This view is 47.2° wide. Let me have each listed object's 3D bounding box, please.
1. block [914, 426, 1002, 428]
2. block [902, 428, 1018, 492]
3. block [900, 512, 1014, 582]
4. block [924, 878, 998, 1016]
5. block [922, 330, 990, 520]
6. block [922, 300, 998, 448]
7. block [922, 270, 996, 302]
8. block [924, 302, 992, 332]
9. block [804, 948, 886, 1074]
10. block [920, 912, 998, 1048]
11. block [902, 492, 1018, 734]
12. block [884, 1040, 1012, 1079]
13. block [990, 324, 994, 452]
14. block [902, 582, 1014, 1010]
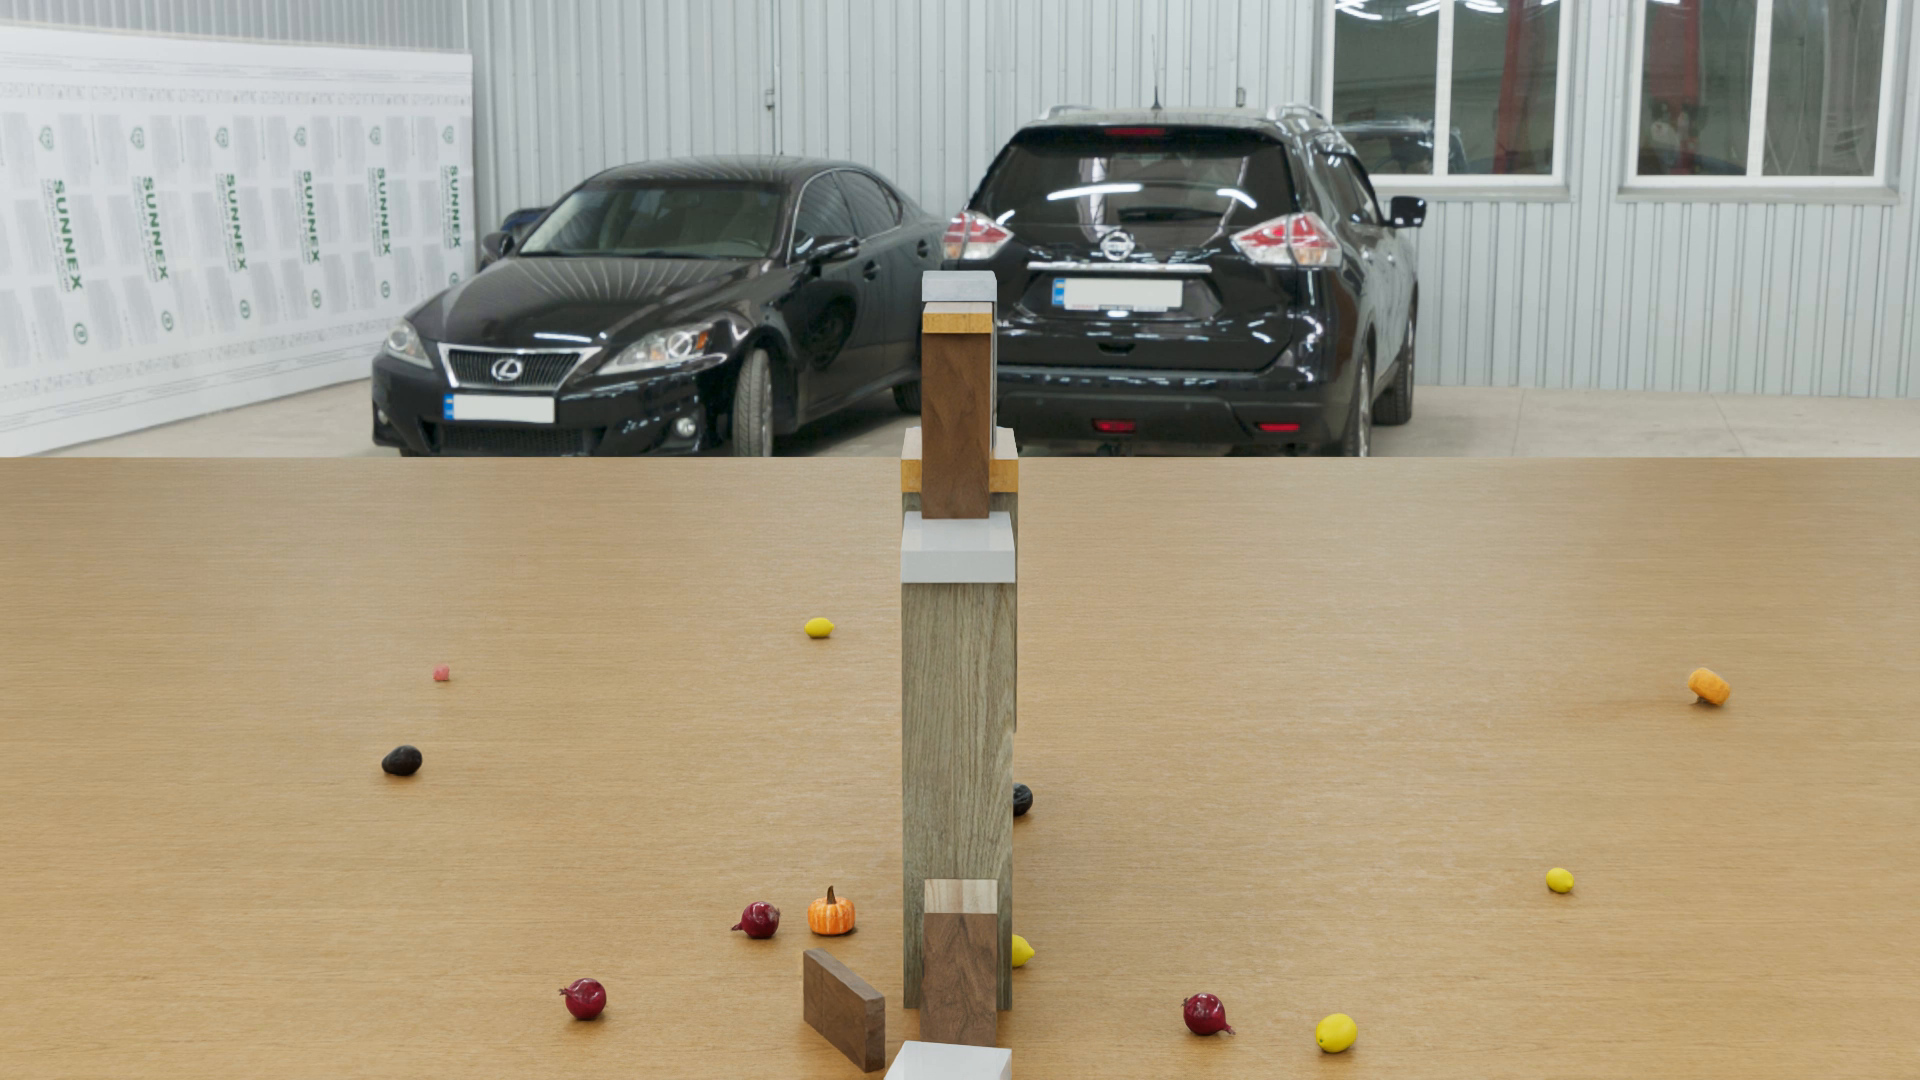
[{"bbox_3d":[-0.003,-0.155,3.850,0.160,0.045,0.320,0,11,0],"label":"block"},{"bbox_3d":[-0.001,-0.130,3.507,0.178,0.050,0.355,0,11,0],"label":"block"},{"bbox_3d":[-0.003,0.008,3.182,0.157,0.044,0.314,0,11,0],"label":"block"},{"bbox_3d":[0.001,0.586,3.124,0.104,0.207,0.029,0,-6,2],"label":"block"},{"bbox_3d":[-0.007,-0.170,3.250,0.100,0.279,0.028,0,15,-3],"label":"block"},{"bbox_3d":[-0.001,-0.262,3.449,0.115,0.230,0.033,2,10,10],"label":"block"},{"bbox_3d":[-0.002,-0.406,3.509,0.115,0.033,0.230,0,11,0],"label":"block"},{"bbox_3d":[-0.002,-0.333,3.281,0.100,0.028,0.200,0,11,1],"label":"block"},{"bbox_3d":[-0.163,0.651,3.056,0.029,0.104,0.207,-5,12,-27],"label":"block"},{"bbox_3d":[-0.001,0.619,3.045,0.104,0.207,0.029,0,-33,2],"label":"block"},{"bbox_3d":[0.000,0.107,3.430,0.178,0.387,0.050,0,11,0],"label":"block"},{"bbox_3d":[-0.032,0.726,2.823,0.146,0.041,0.292,2,11,11],"label":"block"},{"bbox_3d":[-0.001,-0.235,3.385,0.100,0.200,0.028,-1,18,-6],"label":"block"},{"bbox_3d":[-0.003,0.362,3.149,0.157,0.639,0.044,0,11,2],"label":"block"}]
